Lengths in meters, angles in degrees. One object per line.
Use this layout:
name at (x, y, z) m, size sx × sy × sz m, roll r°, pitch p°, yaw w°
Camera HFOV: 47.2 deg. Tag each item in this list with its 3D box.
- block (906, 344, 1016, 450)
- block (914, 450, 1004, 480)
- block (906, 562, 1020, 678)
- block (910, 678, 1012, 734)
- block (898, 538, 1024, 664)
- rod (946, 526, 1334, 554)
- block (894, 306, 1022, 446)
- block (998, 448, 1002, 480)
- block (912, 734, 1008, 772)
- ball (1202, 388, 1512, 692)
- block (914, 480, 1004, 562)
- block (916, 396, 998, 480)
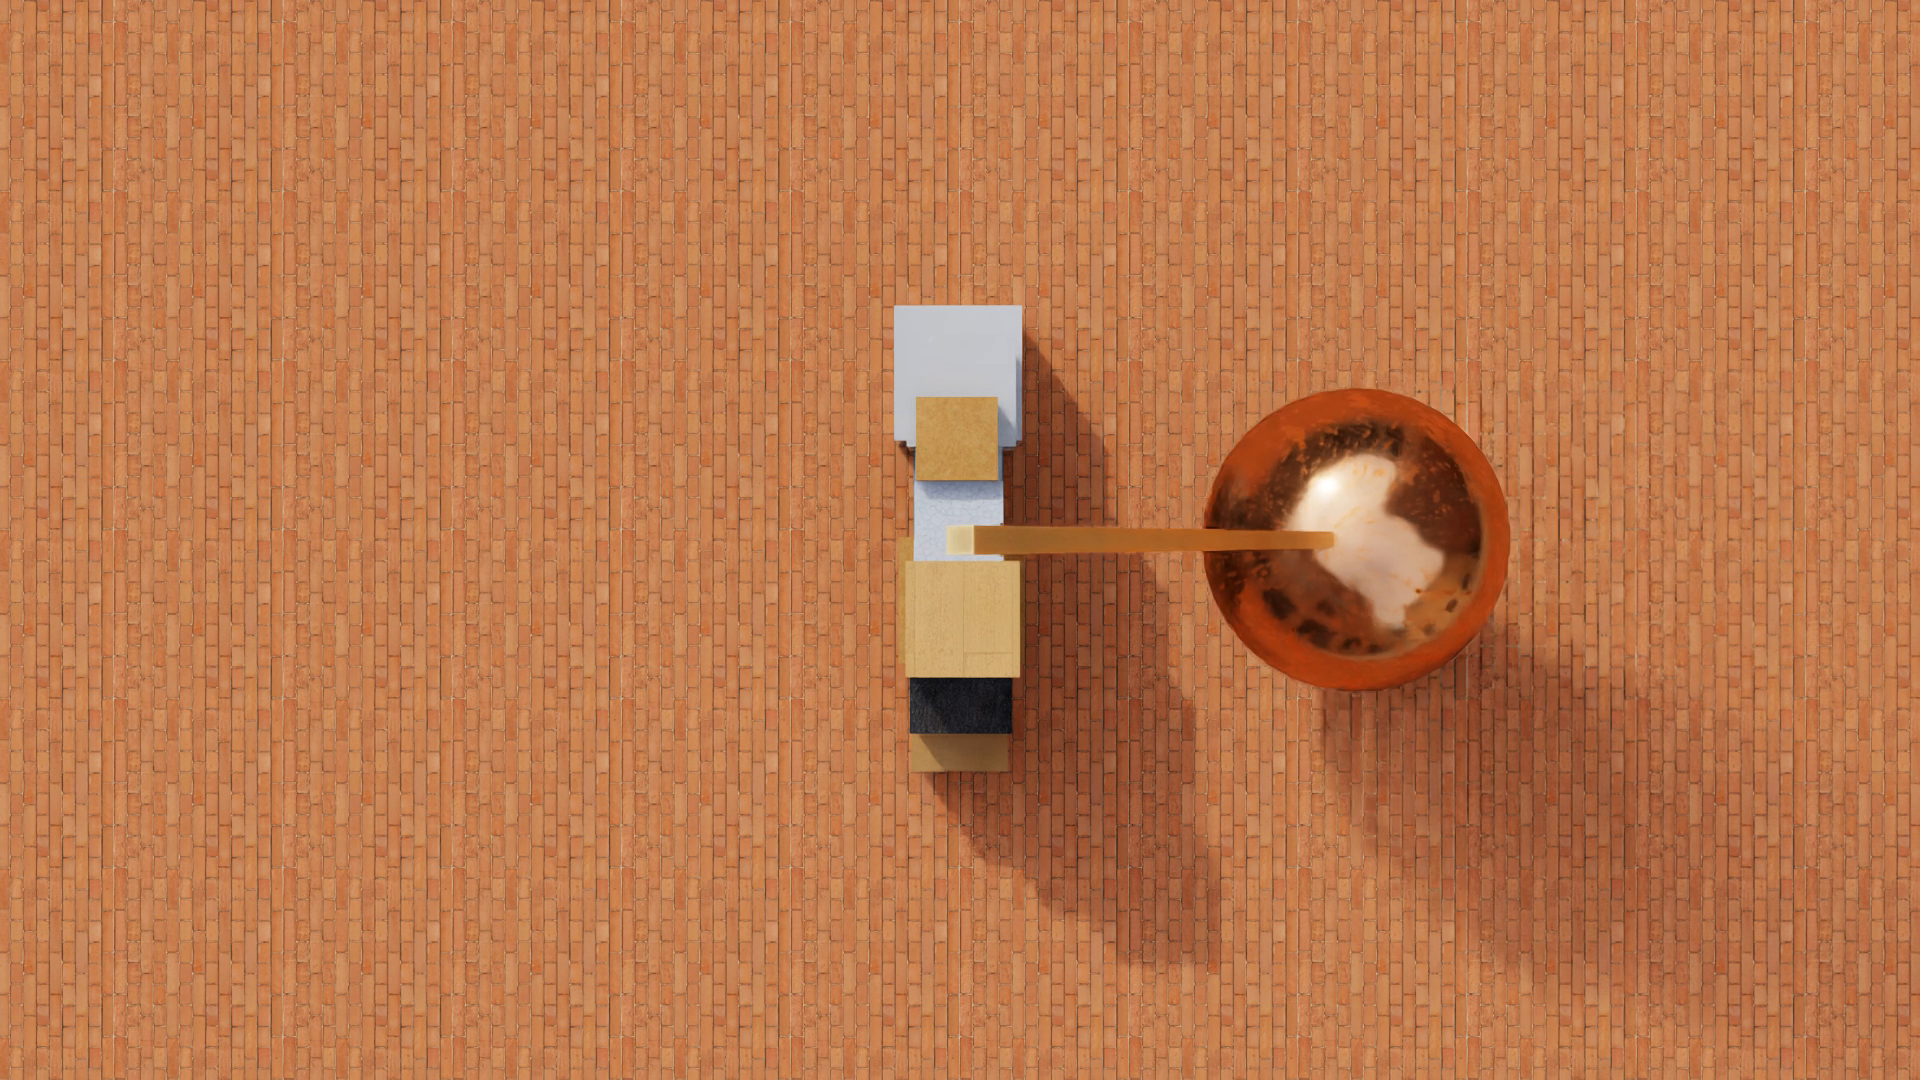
block at (0.008, -0.770, 11.945) m, size 0.577 × 0.570 × 0.548 m, roll 0°, pitch 90°, yaw 0°
block at (-0.008, -0.285, 12.758) m, size 0.516 × 0.483 × 0.518 m, roll 0°, pitch 90°, yaw 0°
block at (0.014, 0.418, 11.532) m, size 0.584 × 0.620 × 0.593 m, roll 0°, pitch 87°, yaw 0°
block at (0.004, 0.740, 12.101) m, size 0.551 × 0.518 × 0.607 m, roll 0°, pitch 90°, yaw 0°
block at (0.009, 0.339, 12.680) m, size 0.710 × 0.640 × 0.711 m, roll 0°, pitch 90°, yaw 0°
rod at (0.899, 0.000, 8.373) m, size 0.080 × 5.200 × 0.080 m, roll 0°, pitch 90°, yaw 20°
block at (-0.011, -0.929, 12.615) m, size 0.711 × 0.770 × 0.749 m, roll 0°, pitch 90°, yaw 0°
block at (-0.005, -0.253, 12.088) m, size 0.465 × 0.553 × 0.475 m, roll 0°, pitch 89°, yaw 0°
block at (-0.002, 1.004, 12.692) m, size 0.543 × 0.616 × 0.599 m, roll 0°, pitch 90°, yaw 0°
ball at (2.074, 0.000, 11.563) m, size 1.600 × 1.600 × 1.600 m, roll 0°, pitch 90°, yaw 0°
block at (-0.006, -0.095, 11.578) m, size 0.458 × 0.460 × 0.417 m, roll 0°, pitch 90°, yaw 0°
block at (-0.016, -0.518, 11.455) m, size 0.418 × 0.409 × 0.428 m, roll 0°, pitch 90°, yaw 0°
